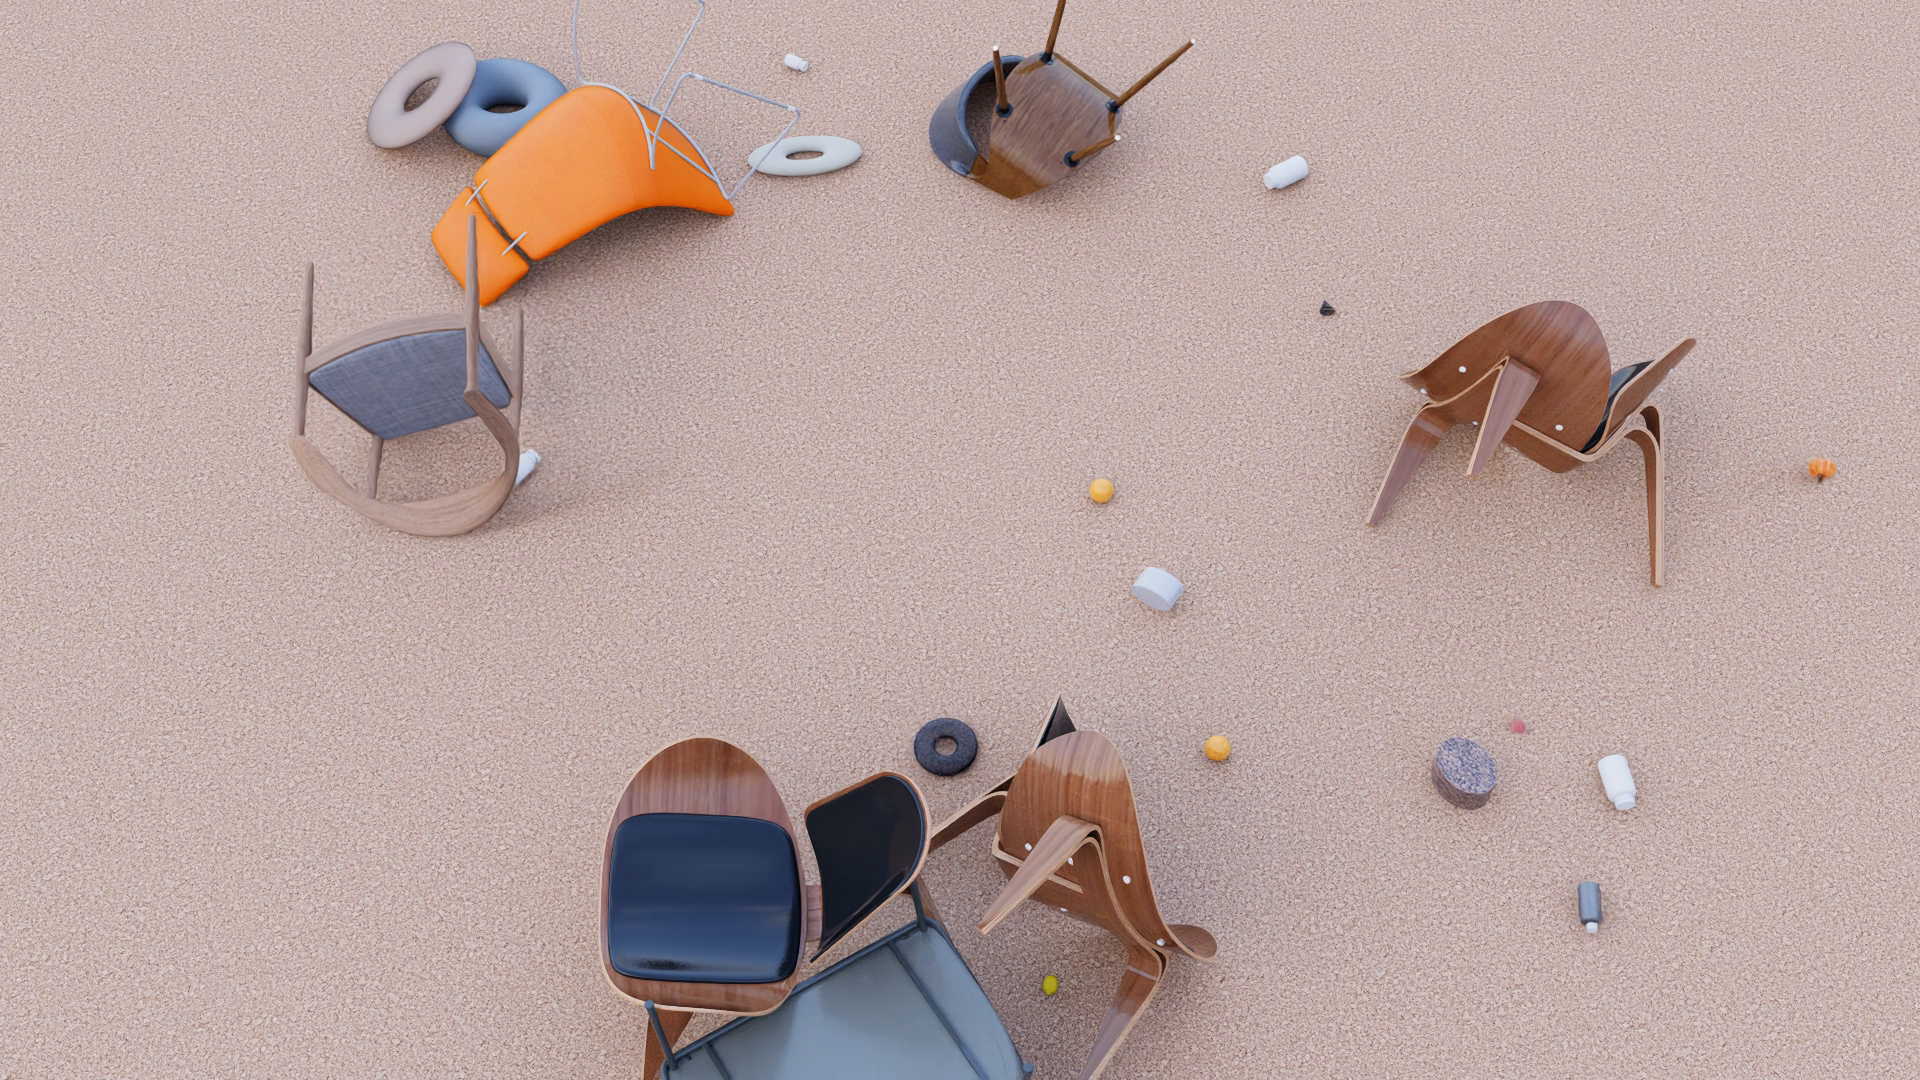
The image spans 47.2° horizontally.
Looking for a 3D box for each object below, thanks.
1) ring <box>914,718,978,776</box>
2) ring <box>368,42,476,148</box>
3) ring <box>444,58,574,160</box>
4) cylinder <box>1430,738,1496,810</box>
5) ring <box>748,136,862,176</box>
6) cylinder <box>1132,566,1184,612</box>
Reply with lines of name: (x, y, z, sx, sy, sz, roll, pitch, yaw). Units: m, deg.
ring: (-0.040, 0.579, 6.160, 0.180, 0.043, 0.182, 9, 57, 7)
ring: (-1.821, -1.505, 7.438, 0.466, 0.066, 0.436, -34, 46, 10)
ring: (-1.540, -1.462, 7.455, 0.484, 0.165, 0.405, 23, 56, 19)
cylinder: (1.393, 0.646, 6.083, 0.148, 0.094, 0.186, -28, 60, -17)
ring: (-0.523, -1.296, 7.415, 0.387, 0.048, 0.168, -6, 55, -4)
cylinder: (0.577, 0.143, 6.426, 0.133, 0.086, 0.078, 27, 60, 21)
